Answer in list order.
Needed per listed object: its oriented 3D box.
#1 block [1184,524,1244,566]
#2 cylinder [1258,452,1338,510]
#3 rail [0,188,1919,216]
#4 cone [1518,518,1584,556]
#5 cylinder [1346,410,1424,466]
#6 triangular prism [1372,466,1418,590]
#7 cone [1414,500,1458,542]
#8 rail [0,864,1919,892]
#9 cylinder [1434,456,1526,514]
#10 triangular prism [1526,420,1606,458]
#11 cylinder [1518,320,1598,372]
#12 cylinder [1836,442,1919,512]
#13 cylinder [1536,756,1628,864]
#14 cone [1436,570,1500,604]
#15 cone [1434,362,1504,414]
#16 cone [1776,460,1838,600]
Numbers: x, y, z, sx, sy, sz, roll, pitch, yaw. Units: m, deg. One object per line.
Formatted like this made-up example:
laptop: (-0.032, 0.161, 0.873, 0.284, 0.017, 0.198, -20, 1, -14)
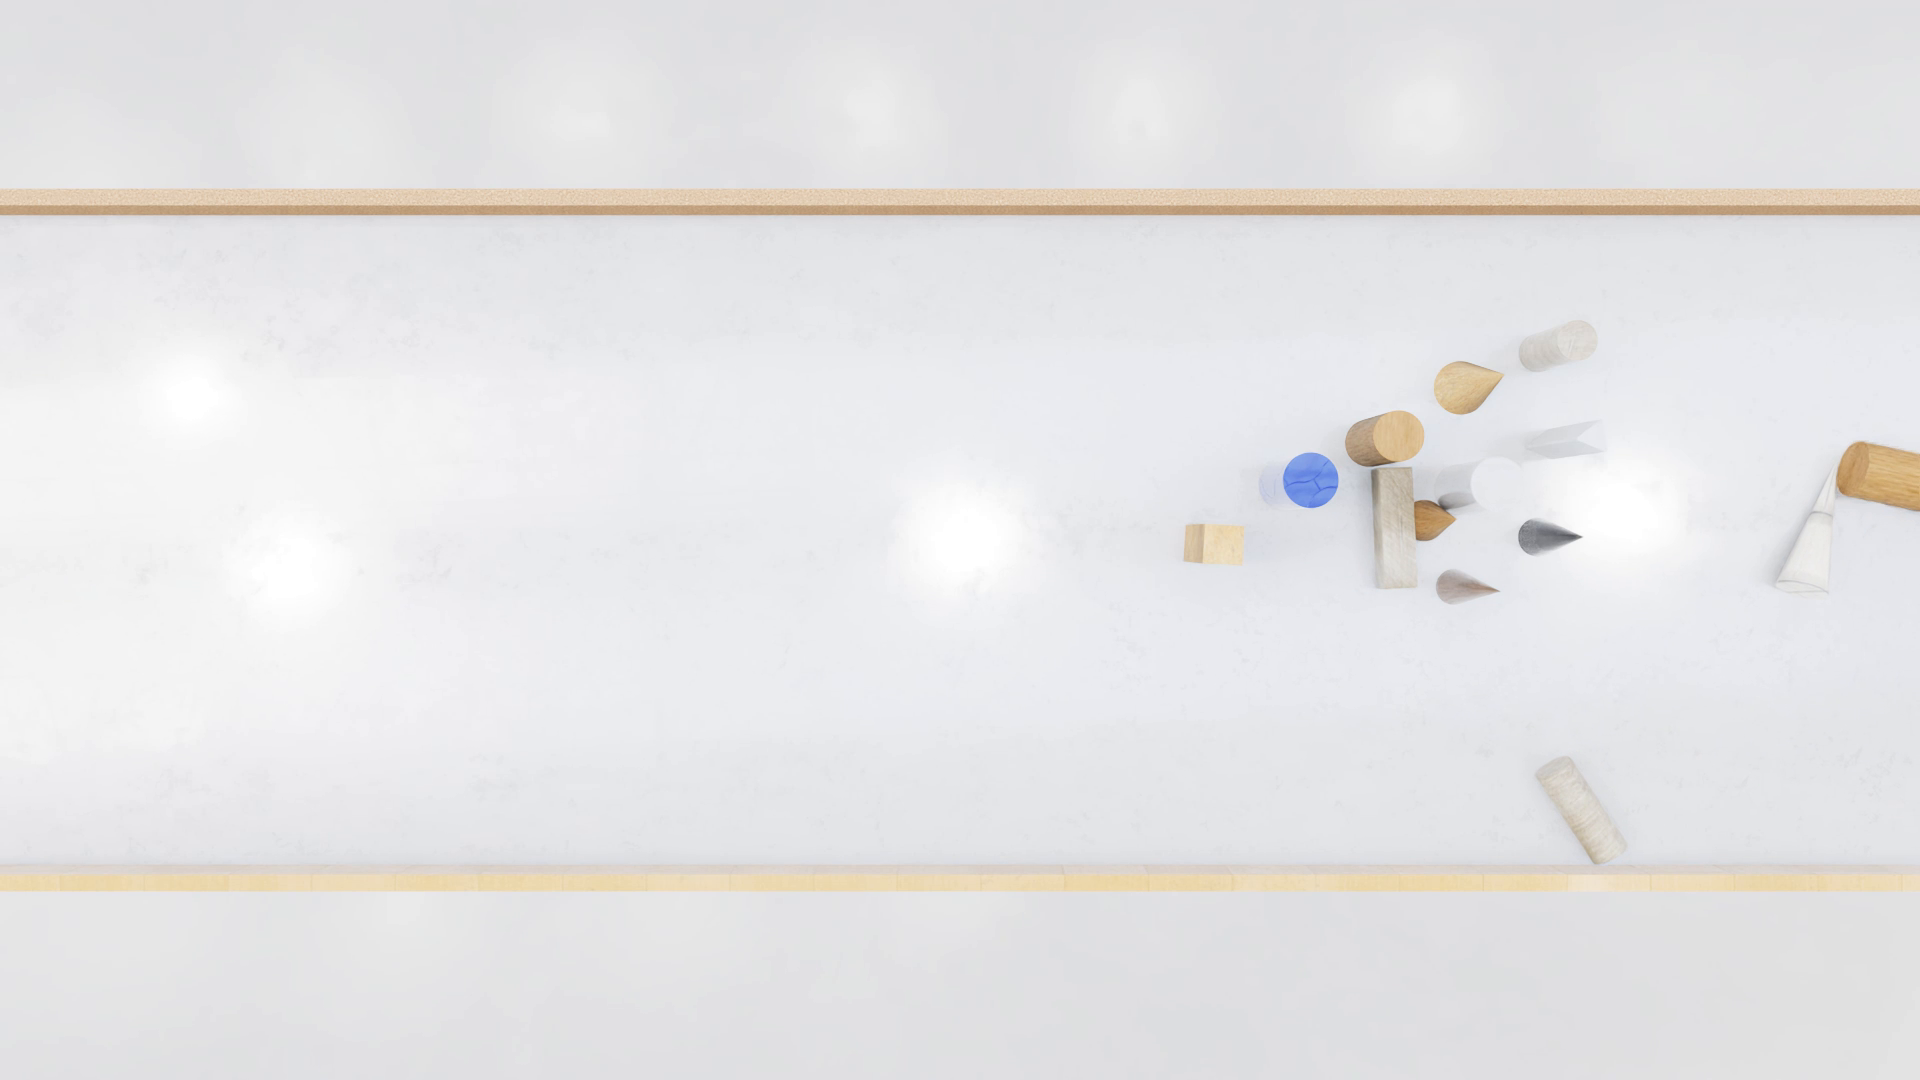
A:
block: (0.747, 0.013, 4.875, 0.112, 0.404, 0.112, 3, 90, 0)
cylinder: (0.999, -0.170, 4.886, 0.160, 0.380, 0.160, 0, 90, 0)
rail: (-2.247, -1.025, 5.002, 12.000, 0.150, 0.050, 0, 90, 0)
cone: (1.778, -0.009, 4.887, 0.121, 0.380, 0.121, 0, 90, 0)
cylinder: (1.259, -0.299, 4.904, 0.148, 0.345, 0.148, 0, 90, 0)
triangular prism: (1.295, -0.036, 4.993, 0.128, 0.111, 0.366, -3, 90, 36)
cone: (1.429, -0.060, 4.908, 0.129, 0.336, 0.129, 0, 90, 0)
rail: (-2.247, 1.025, 5.001, 12.000, 0.150, 0.050, 0, 90, 0)
cylinder: (1.543, -0.158, 4.910, 0.159, 0.326, 0.159, 0, 89, -2)
triangular prism: (1.797, -0.304, 4.864, 0.092, 0.425, 0.080, 23, 90, 0)
cylinder: (1.778, -0.575, 4.912, 0.117, 0.328, 0.117, 0, 90, 0)
cylinder: (2.914, -0.171, 4.991, 0.434, 0.171, 0.171, 12, 90, 0)
cylinder: (1.891, 0.821, 5.017, 0.119, 0.119, 0.316, -34, 90, 0)
cone: (1.520, 0.145, 4.854, 0.111, 0.444, 0.111, 0, 90, 0)
cone: (1.541, -0.468, 4.869, 0.166, 0.415, 0.166, 0, 90, 0)
cone: (2.628, -0.048, 5.040, 0.148, 0.148, 0.435, 20, 80, 0)
